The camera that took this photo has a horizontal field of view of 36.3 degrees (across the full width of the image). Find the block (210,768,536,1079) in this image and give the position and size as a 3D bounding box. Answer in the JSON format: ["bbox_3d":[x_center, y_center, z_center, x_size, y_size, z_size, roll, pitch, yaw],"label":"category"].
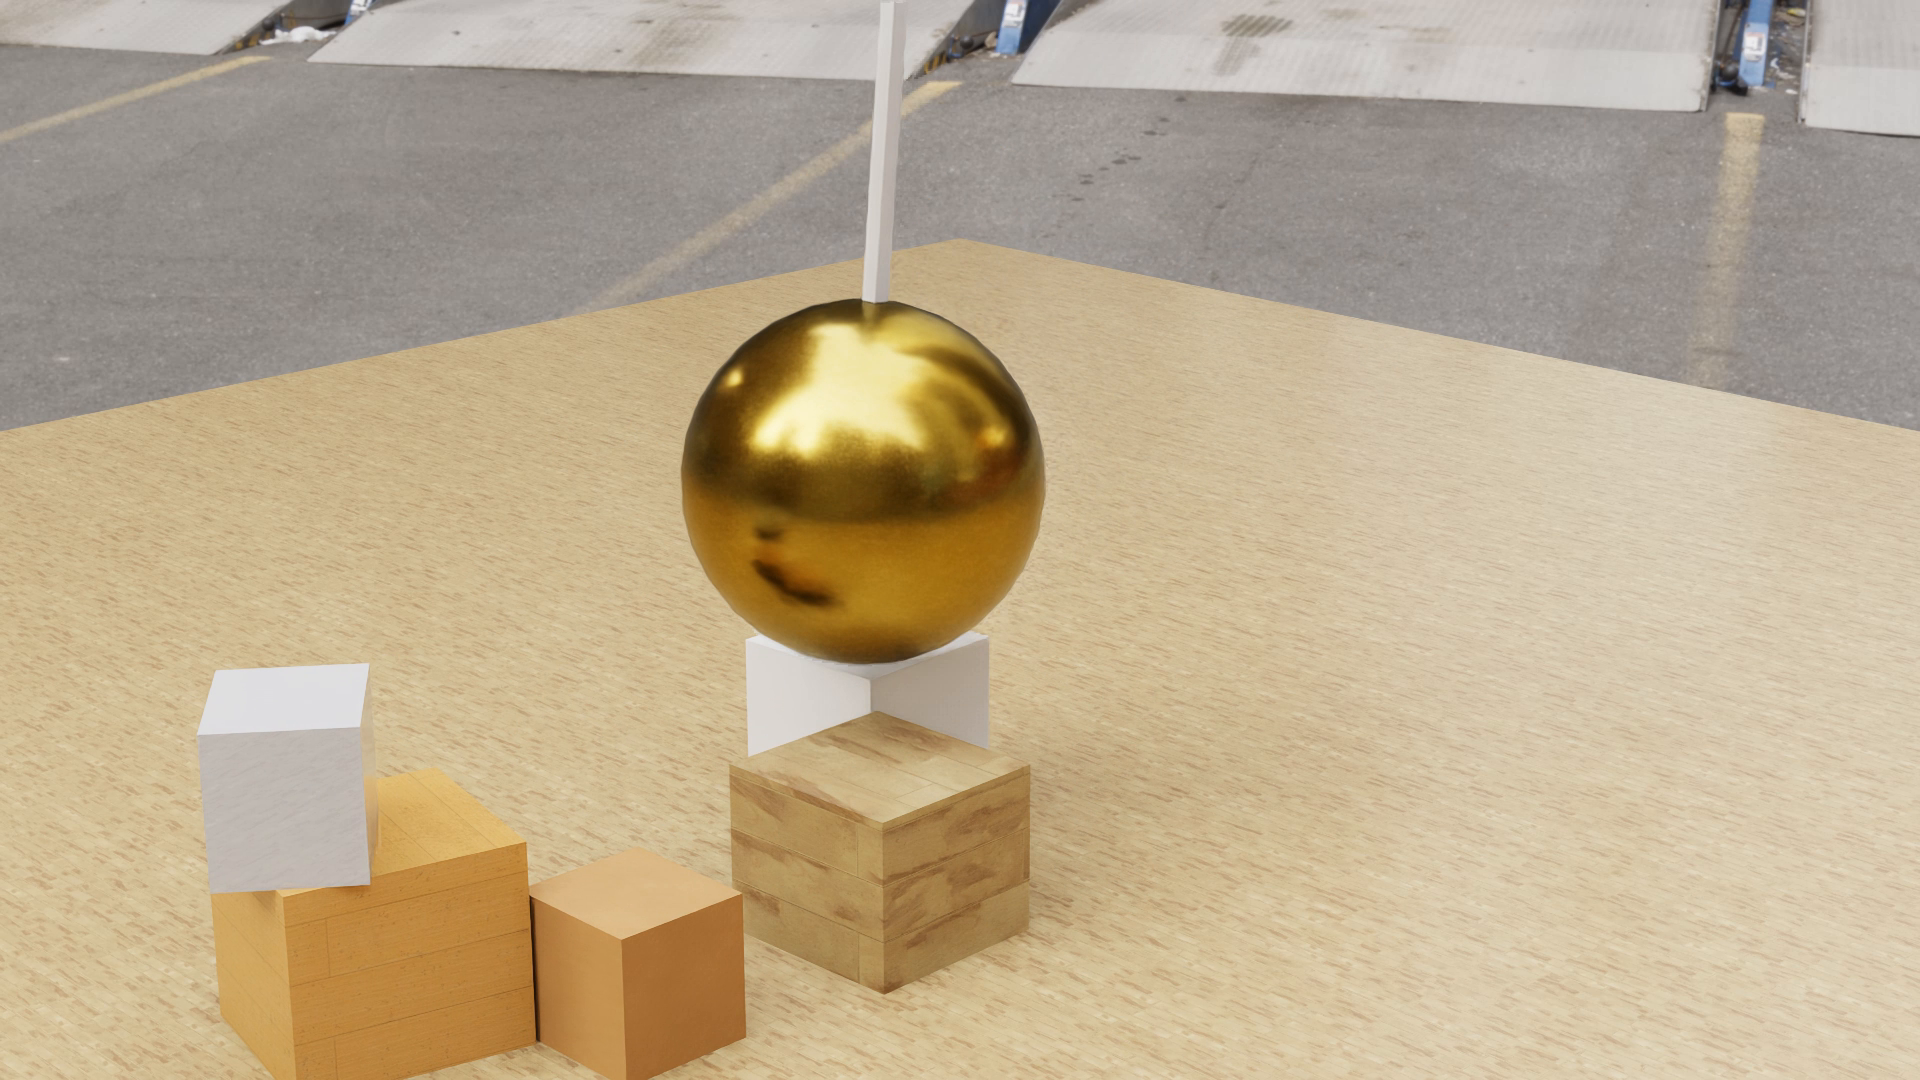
[{"bbox_3d":[-2.383,1.576,11.848,0.998,0.888,0.930,-11,20,-30],"label":"block"}]

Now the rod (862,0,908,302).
[{"bbox_3d":[-0.183,-3.553,12.033,0.080,5.200,0.080,17,18,42],"label":"rod"}]

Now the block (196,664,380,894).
[{"bbox_3d":[-2.597,0.916,11.394,0.598,0.645,0.711,-2,18,-8],"label":"block"}]

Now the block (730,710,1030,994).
[{"bbox_3d":[-0.347,1.339,12.785,0.943,0.778,0.898,16,24,41],"label":"block"}]

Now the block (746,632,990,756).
[{"bbox_3d":[-0.437,0.894,13.996,0.820,0.902,0.809,15,23,40],"label":"block"}]

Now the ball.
[{"bbox_3d":[-0.422,-0.254,12.820,1.600,1.600,1.600,0,17,0],"label":"ball"}]

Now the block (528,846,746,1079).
[{"bbox_3d":[-1.321,1.711,11.834,0.617,0.638,0.660,-17,24,-42],"label":"block"}]
